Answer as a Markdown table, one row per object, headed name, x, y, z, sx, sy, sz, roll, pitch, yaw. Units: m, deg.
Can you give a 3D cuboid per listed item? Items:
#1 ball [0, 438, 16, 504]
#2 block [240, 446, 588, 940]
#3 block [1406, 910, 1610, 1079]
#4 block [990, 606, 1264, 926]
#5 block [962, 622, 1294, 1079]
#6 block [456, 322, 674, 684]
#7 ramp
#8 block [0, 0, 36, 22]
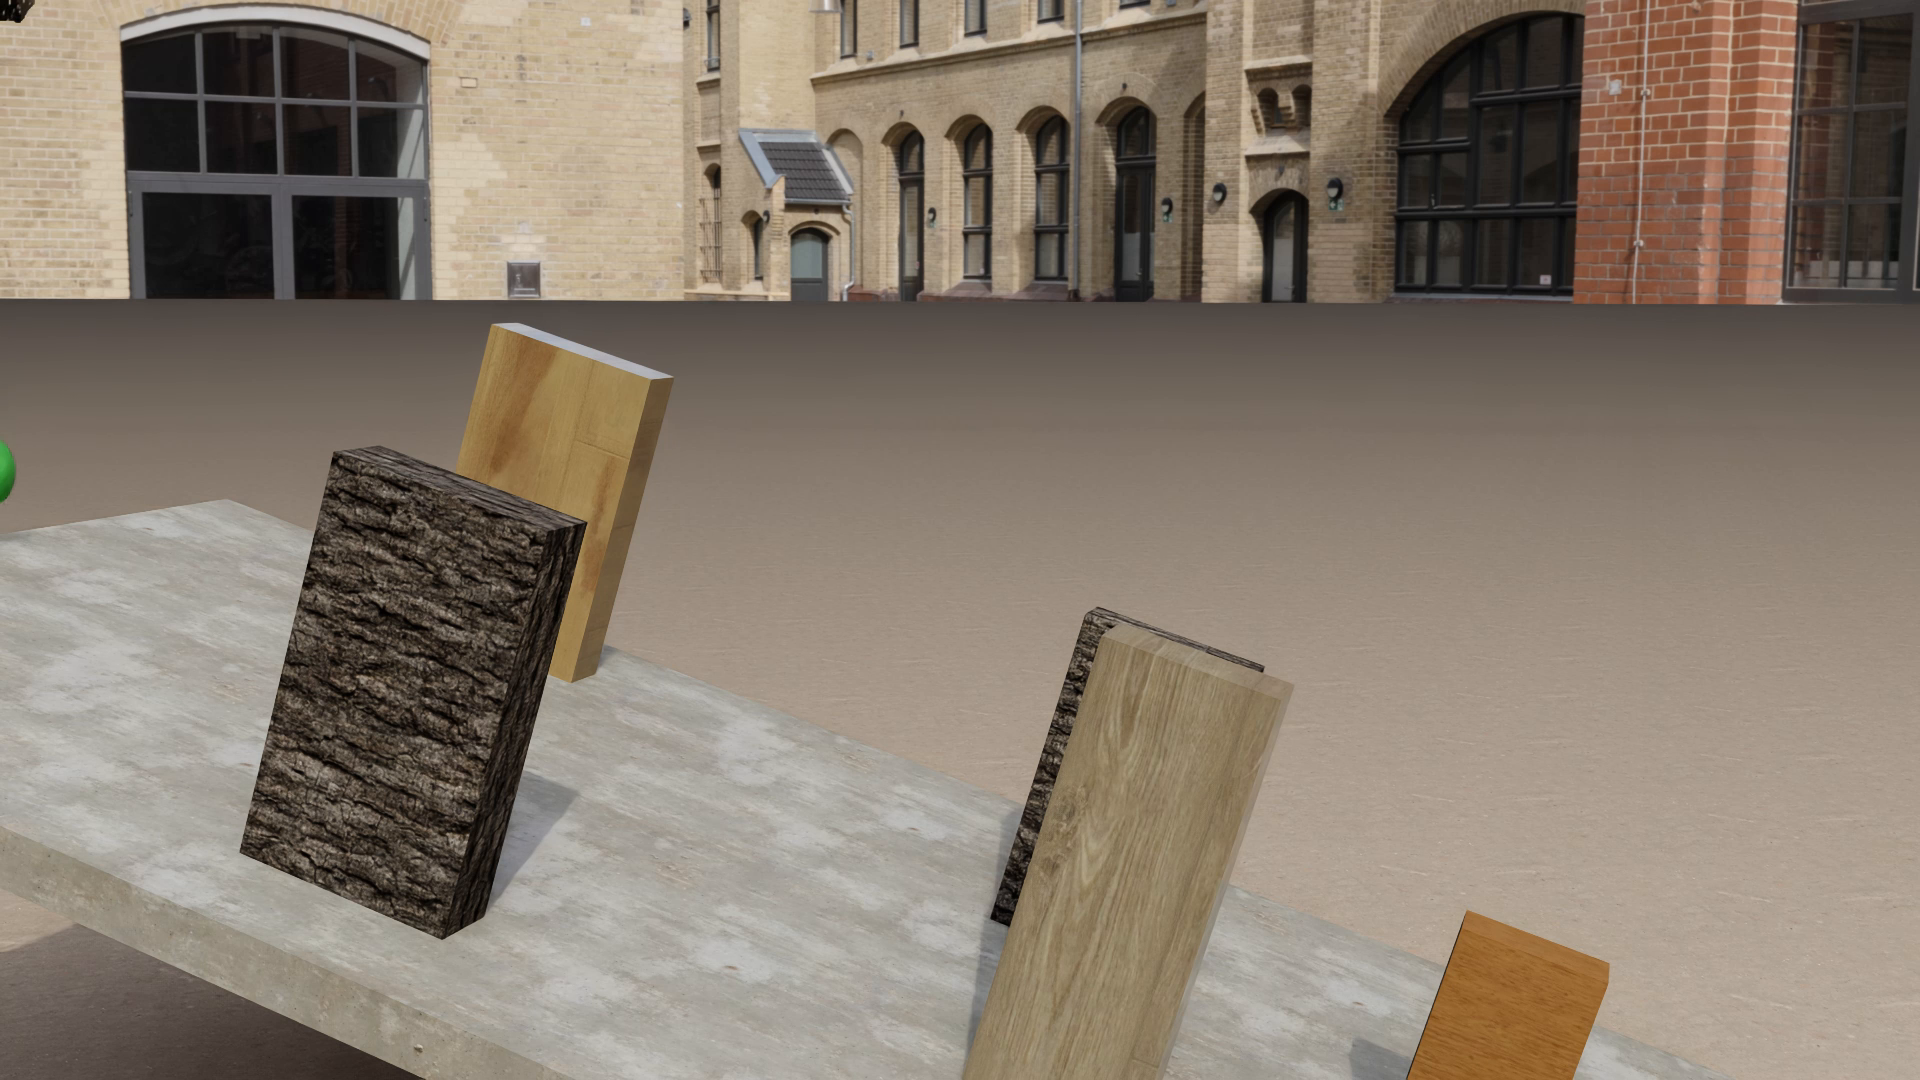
| name | x | y | z | sx | sy | sz | roll | pitch | yaw |
| --- | --- | --- | --- | --- | --- | --- | --- | --- | --- |
| ball | -2.123 | -0.146 | 4.688 | 0.202 | 0.202 | 0.202 | 0 | 7 | 0 |
| block | -0.902 | 0.246 | 3.612 | 0.395 | 0.706 | 0.137 | 20 | 12 | 14 |
| block | 0.908 | 0.894 | 3.751 | 0.250 | 0.448 | 0.113 | 20 | 12 | 14 |
| block | 0.324 | 0.497 | 4.298 | 0.347 | 0.648 | 0.103 | 20 | 12 | 14 |
| block | 0.270 | 0.561 | 3.572 | 0.299 | 0.788 | 0.137 | 20 | 12 | 14 |
| block | -0.956 | -0.088 | 5.056 | 0.410 | 0.727 | 0.124 | 20 | 12 | 14 |
| ramp | -0.366 | 0.703 | 4.232 | 4.000 | 0.100 | 2.000 | 20 | 12 | 14 |
| block | -2.016 | -1.187 | 4.540 | 0.168 | 0.168 | 0.168 | 2 | 35 | -6 |
